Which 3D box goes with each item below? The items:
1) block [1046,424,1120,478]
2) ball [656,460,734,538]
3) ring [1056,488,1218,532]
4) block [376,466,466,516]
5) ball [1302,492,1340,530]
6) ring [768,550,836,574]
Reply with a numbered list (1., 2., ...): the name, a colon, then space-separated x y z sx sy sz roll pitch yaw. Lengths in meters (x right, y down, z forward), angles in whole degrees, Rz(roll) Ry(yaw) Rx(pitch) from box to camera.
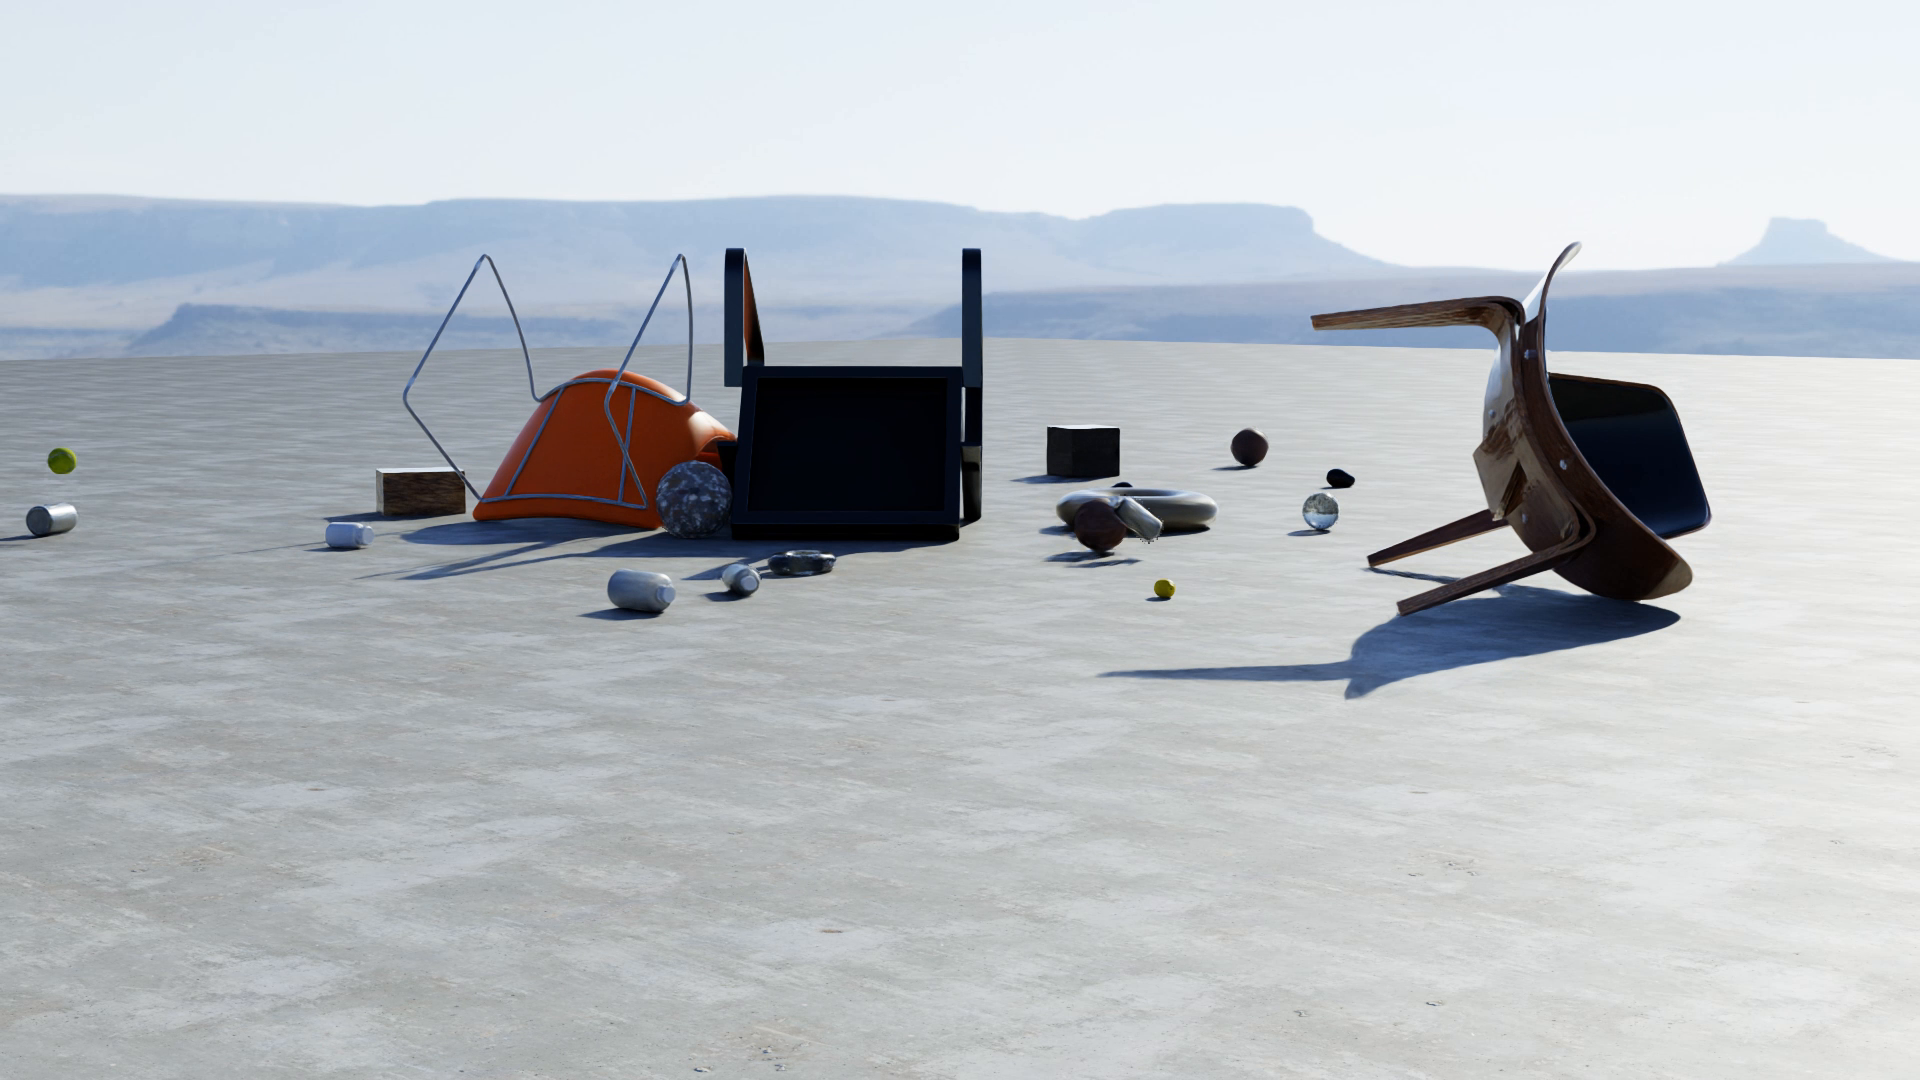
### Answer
1. block: 0.407 -0.295 8.492 0.180 0.160 0.175 -3 7 -26
2. ball: -0.668 -0.102 6.448 0.196 0.196 0.196 0 6 0
3. ring: 0.466 -0.080 6.740 0.429 0.092 0.374 0 7 -3
4. block: -1.504 -0.136 7.152 0.224 0.119 0.150 -2 6 -20
5. ball: 0.938 -0.075 6.667 0.098 0.098 0.098 0 6 0
6. ring: -0.352 0.050 5.722 0.132 0.044 0.184 5 7 35
